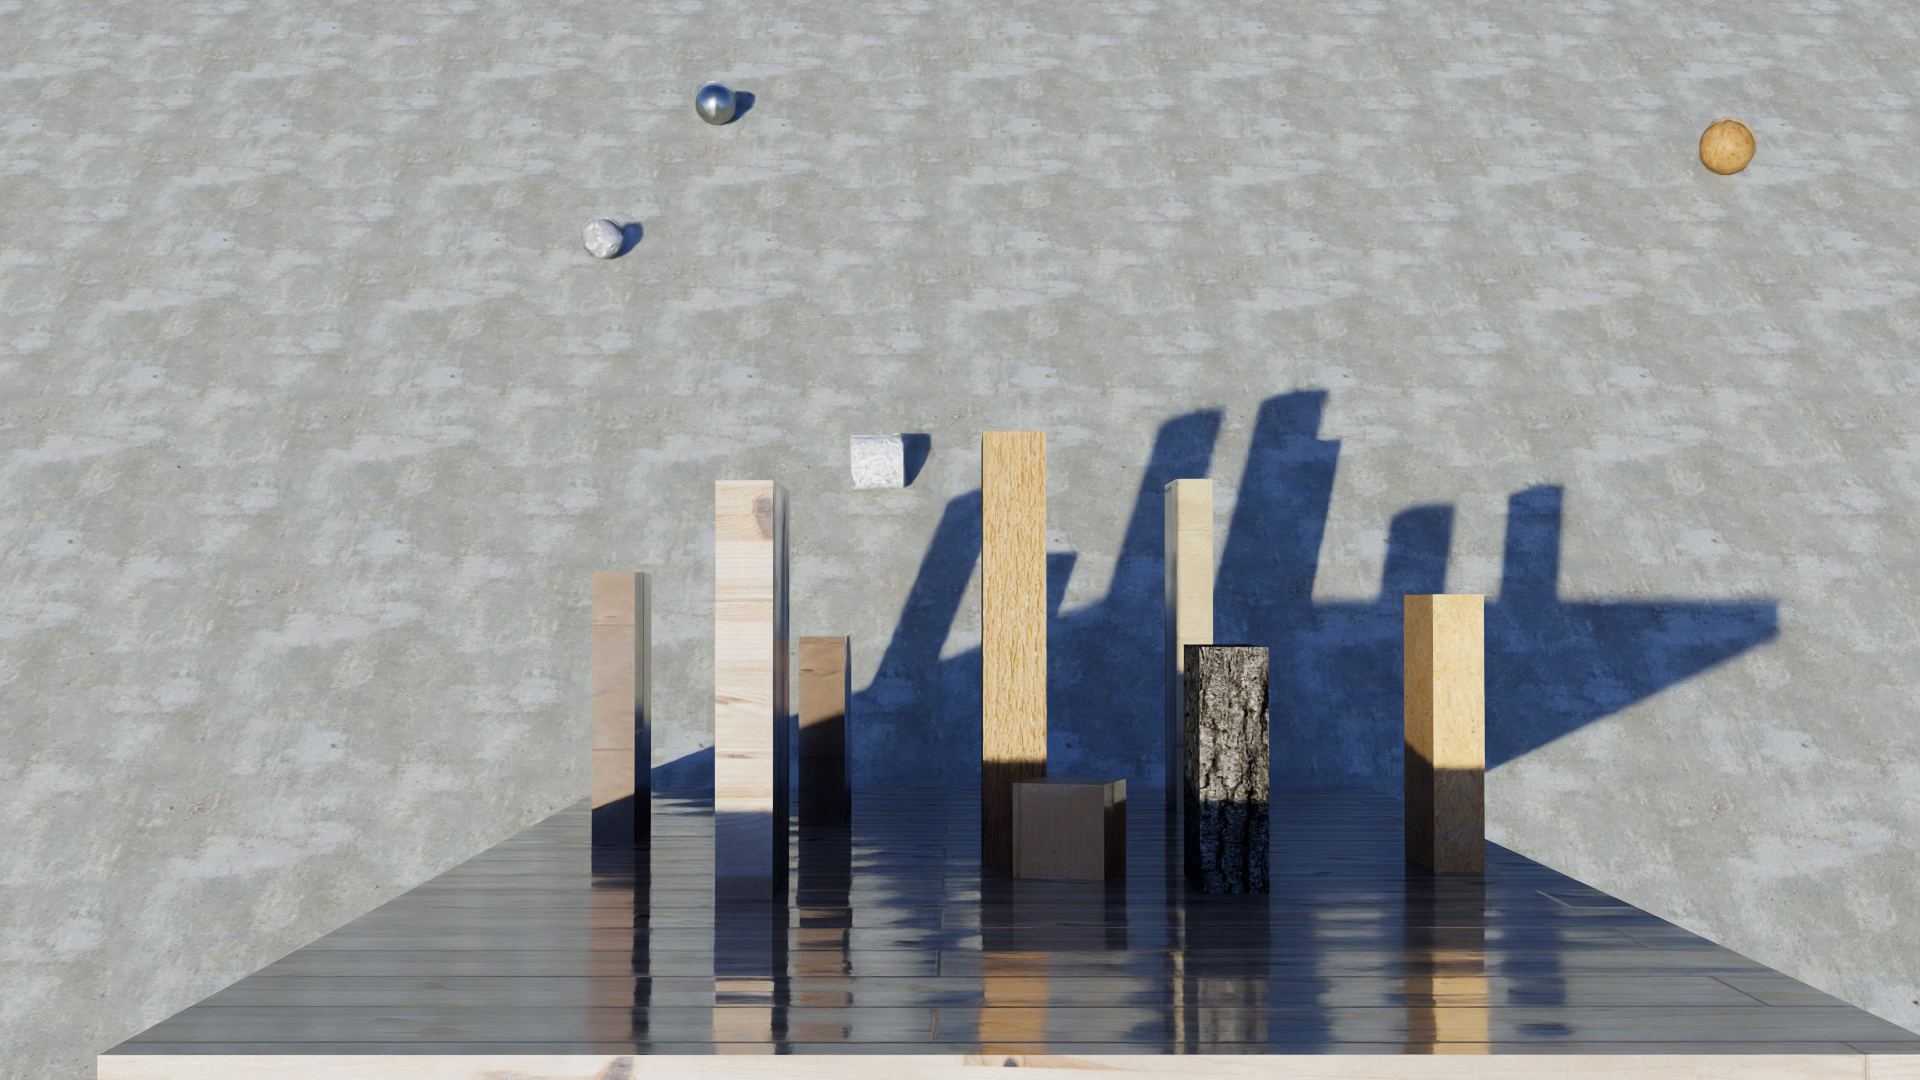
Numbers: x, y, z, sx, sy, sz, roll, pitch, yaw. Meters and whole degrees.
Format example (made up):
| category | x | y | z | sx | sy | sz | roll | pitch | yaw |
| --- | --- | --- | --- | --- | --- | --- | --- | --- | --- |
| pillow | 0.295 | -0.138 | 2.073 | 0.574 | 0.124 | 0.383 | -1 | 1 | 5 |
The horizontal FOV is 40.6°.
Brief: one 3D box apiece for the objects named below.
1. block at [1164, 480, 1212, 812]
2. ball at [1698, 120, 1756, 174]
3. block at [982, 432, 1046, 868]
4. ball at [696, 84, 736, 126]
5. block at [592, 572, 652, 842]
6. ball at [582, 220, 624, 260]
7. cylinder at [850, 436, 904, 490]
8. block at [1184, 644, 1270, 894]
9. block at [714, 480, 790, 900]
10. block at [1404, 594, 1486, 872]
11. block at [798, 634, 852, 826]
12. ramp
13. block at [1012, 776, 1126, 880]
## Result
| category | x | y | z | sx | sy | sz | roll | pitch | yaw |
| --- | --- | --- | --- | --- | --- | --- | --- | --- | --- |
| block | 0.543 | 0.247 | 6.165 | 0.084 | 0.768 | 0.328 | 0 | -1 | 0 |
| ball | 2.946 | -1.508 | 9.969 | 0.209 | 0.209 | 0.209 | 0 | 34 | 0 |
| block | 0.100 | 0.204 | 4.927 | 0.115 | 0.797 | 0.378 | 0 | -1 | 0 |
| ball | -0.974 | -1.739 | 10.355 | 0.164 | 0.164 | 0.164 | 0 | 34 | 0 |
| block | -0.698 | 0.340 | 5.366 | 0.086 | 0.544 | 0.283 | 0 | -1 | 0 |
| ball | -1.294 | -1.088 | 9.395 | 0.146 | 0.146 | 0.146 | 0 | 34 | 0 |
| cylinder | -0.260 | -0.241 | 8.111 | 0.160 | 0.160 | 0.160 | -3 | 34 | -4 |
| block | 0.456 | 0.387 | 4.466 | 0.115 | 0.409 | 0.306 | 0 | -1 | 0 |
| block | -0.352 | 0.249 | 4.437 | 0.094 | 0.683 | 0.414 | 0 | -1 | 0 |
| block | 0.896 | 0.350 | 4.812 | 0.091 | 0.498 | 0.306 | 0 | -1 | 0 |
| block | -0.299 | 0.418 | 5.789 | 0.100 | 0.409 | 0.344 | 0 | -1 | 0 |
| ramp | 0.075 | 0.649 | 4.781 | 2.000 | 0.100 | 4.000 | 0 | -1 | 0 |
| block | 0.196 | 0.512 | 4.628 | 0.165 | 0.165 | 0.165 | 0 | -1 | 17 |
